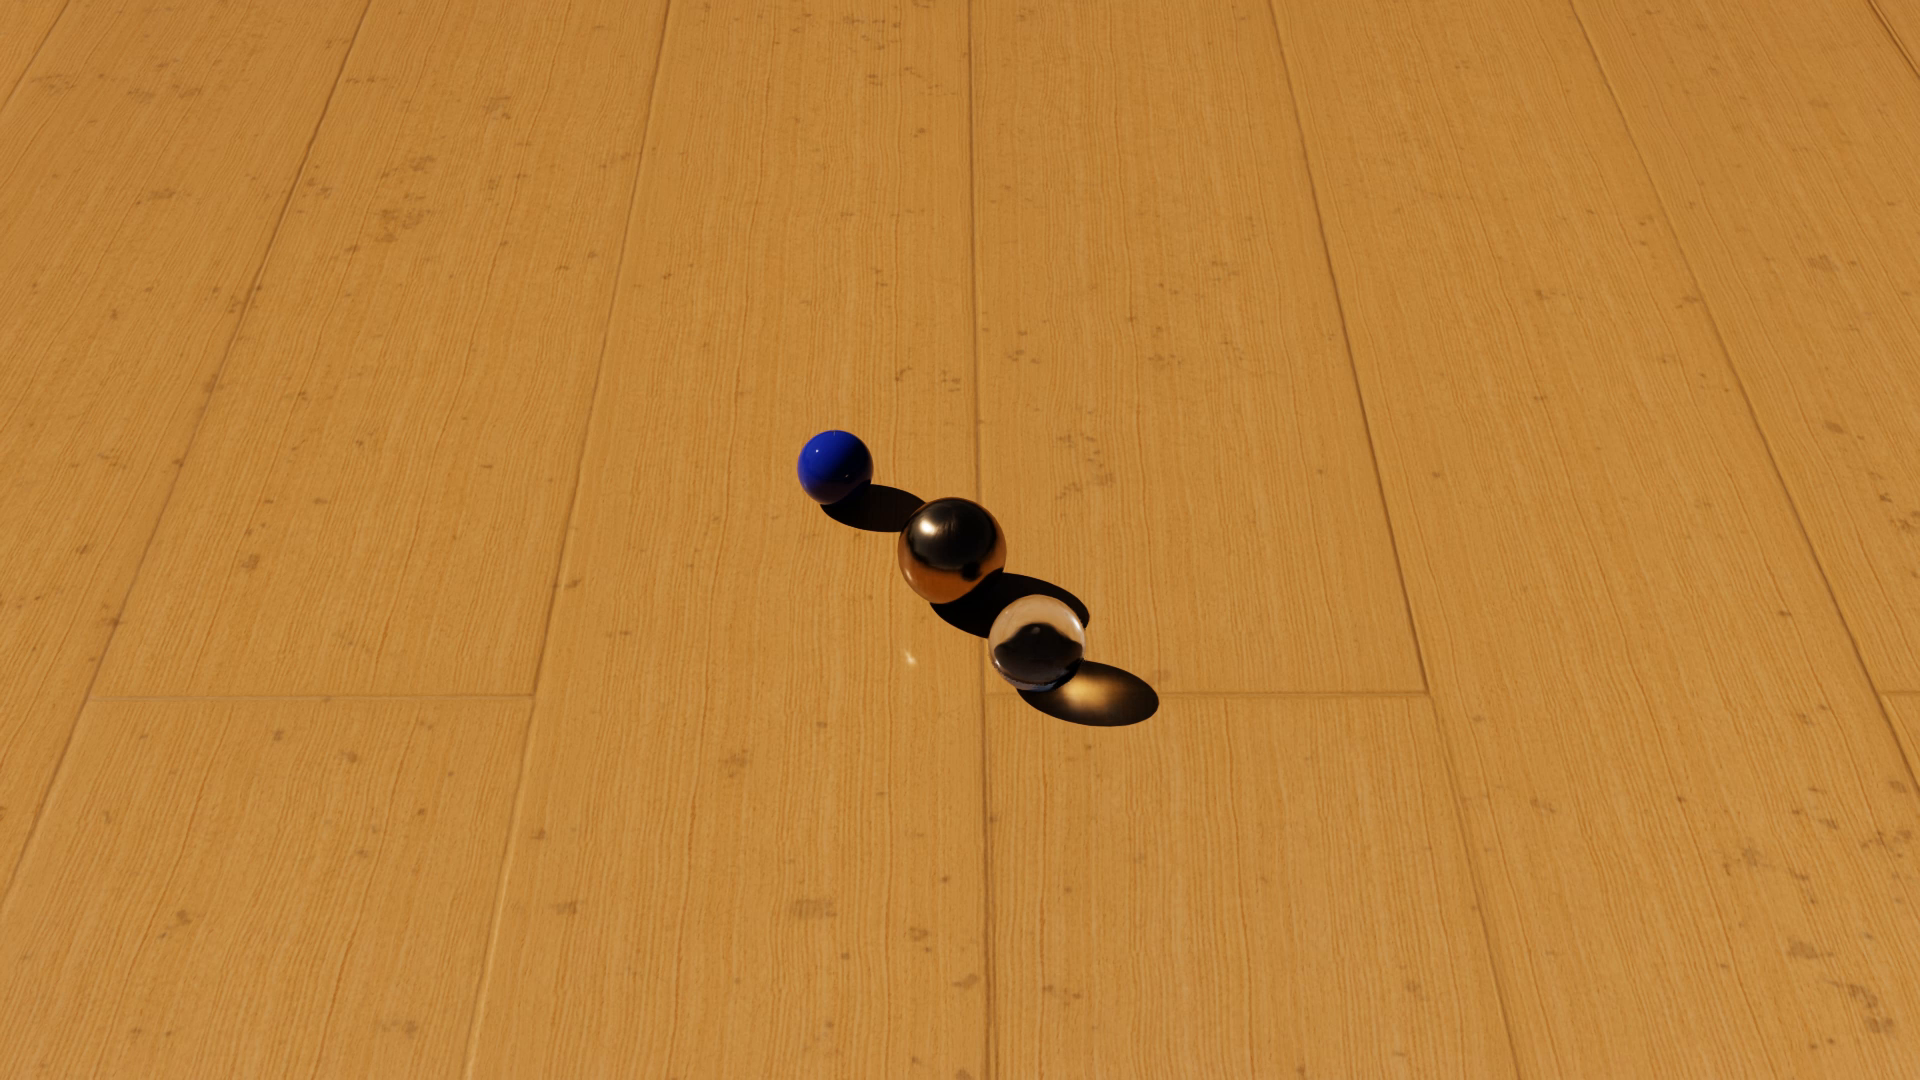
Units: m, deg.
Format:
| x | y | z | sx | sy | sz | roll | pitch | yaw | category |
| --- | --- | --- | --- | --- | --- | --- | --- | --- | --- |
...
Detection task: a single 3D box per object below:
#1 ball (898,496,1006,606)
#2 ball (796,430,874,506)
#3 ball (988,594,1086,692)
| x | y | z | sx | sy | sz | roll | pitch | yaw | category |
| --- | --- | --- | --- | --- | --- | --- | --- | --- | --- |
| -0.005 | 0.007 | 1.485 | 0.064 | 0.064 | 0.064 | 0 | 37 | 0 | ball |
| -0.076 | -0.044 | 1.566 | 0.047 | 0.047 | 0.047 | 0 | 37 | 0 | ball |
| 0.043 | 0.058 | 1.426 | 0.054 | 0.054 | 0.054 | 0 | 37 | 0 | ball |
